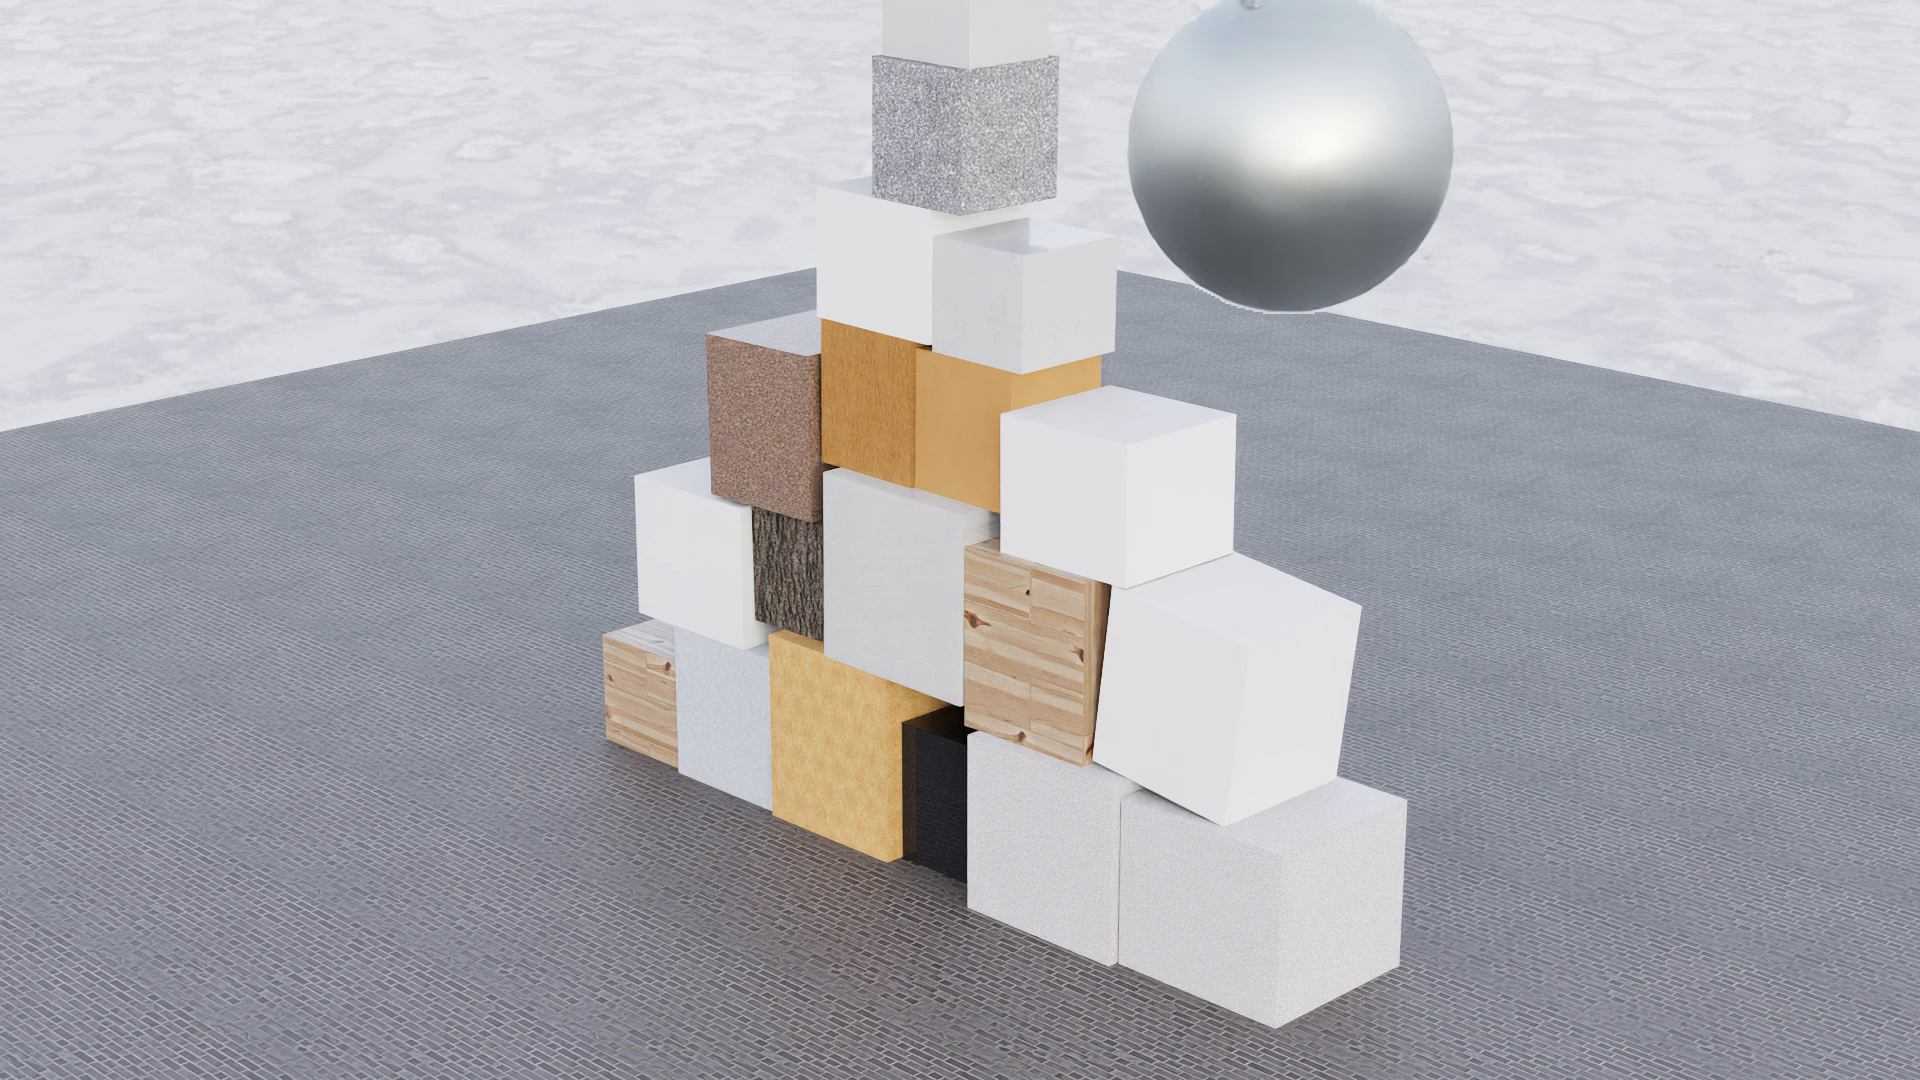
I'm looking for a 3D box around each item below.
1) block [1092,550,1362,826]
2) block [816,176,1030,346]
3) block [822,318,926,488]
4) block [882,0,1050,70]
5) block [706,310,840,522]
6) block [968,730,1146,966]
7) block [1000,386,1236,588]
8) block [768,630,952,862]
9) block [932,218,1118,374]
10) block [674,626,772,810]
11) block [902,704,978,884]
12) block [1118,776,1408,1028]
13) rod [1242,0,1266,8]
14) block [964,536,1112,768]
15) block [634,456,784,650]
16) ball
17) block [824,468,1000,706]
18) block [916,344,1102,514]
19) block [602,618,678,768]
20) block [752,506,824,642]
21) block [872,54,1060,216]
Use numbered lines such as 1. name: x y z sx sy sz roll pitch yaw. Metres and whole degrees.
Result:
1. block: 1.120 0.607 12.370 0.741 0.810 0.740 -17 31 -42
2. block: -0.167 -1.281 13.134 0.631 0.599 0.718 -17 25 -42
3. block: -0.195 -0.683 13.348 0.647 0.672 0.583 -17 25 -42
4. block: 0.025 -2.348 12.568 0.485 0.549 0.529 -17 25 -42
5. block: -0.691 -0.600 13.878 0.706 0.785 0.711 -17 23 -42
6. block: 0.659 1.242 13.012 0.917 0.828 0.852 -17 24 -42
7. block: 0.674 -0.241 12.551 0.722 0.617 0.692 16 24 42
8. block: -0.333 0.884 13.991 0.813 0.923 0.799 -17 24 -42
9. block: 0.280 -1.068 12.731 0.539 0.513 0.589 18 25 42
10. block: -0.892 0.791 14.526 0.718 0.781 0.733 -17 24 -42
11. block: 0.143 1.160 13.531 0.563 0.674 0.593 -17 24 -42
12. block: 1.280 1.454 12.443 0.835 0.765 0.863 -17 24 -42
13. rod: 0.703 -4.643 12.619 0.080 5.200 0.080 17 46 42
14. block: 0.560 0.413 12.889 0.821 0.829 0.709 -17 24 -42
15. block: -1.064 0.030 14.460 0.720 0.710 0.787 -17 24 -42
16. ball: 1.623 -1.922 14.439 1.600 1.600 1.600 0 17 0
17. block: -0.004 0.123 13.397 0.862 0.888 0.888 -17 25 -42
18. block: 0.210 -0.532 12.947 0.585 0.641 0.566 18 25 42
19. block: -1.370 0.746 15.023 0.661 0.568 0.613 -17 24 -42
20. block: -0.569 0.099 13.948 0.555 0.598 0.623 -17 23 -42
21. block: 0.023 -1.795 12.752 0.592 0.617 0.551 -17 25 -42
